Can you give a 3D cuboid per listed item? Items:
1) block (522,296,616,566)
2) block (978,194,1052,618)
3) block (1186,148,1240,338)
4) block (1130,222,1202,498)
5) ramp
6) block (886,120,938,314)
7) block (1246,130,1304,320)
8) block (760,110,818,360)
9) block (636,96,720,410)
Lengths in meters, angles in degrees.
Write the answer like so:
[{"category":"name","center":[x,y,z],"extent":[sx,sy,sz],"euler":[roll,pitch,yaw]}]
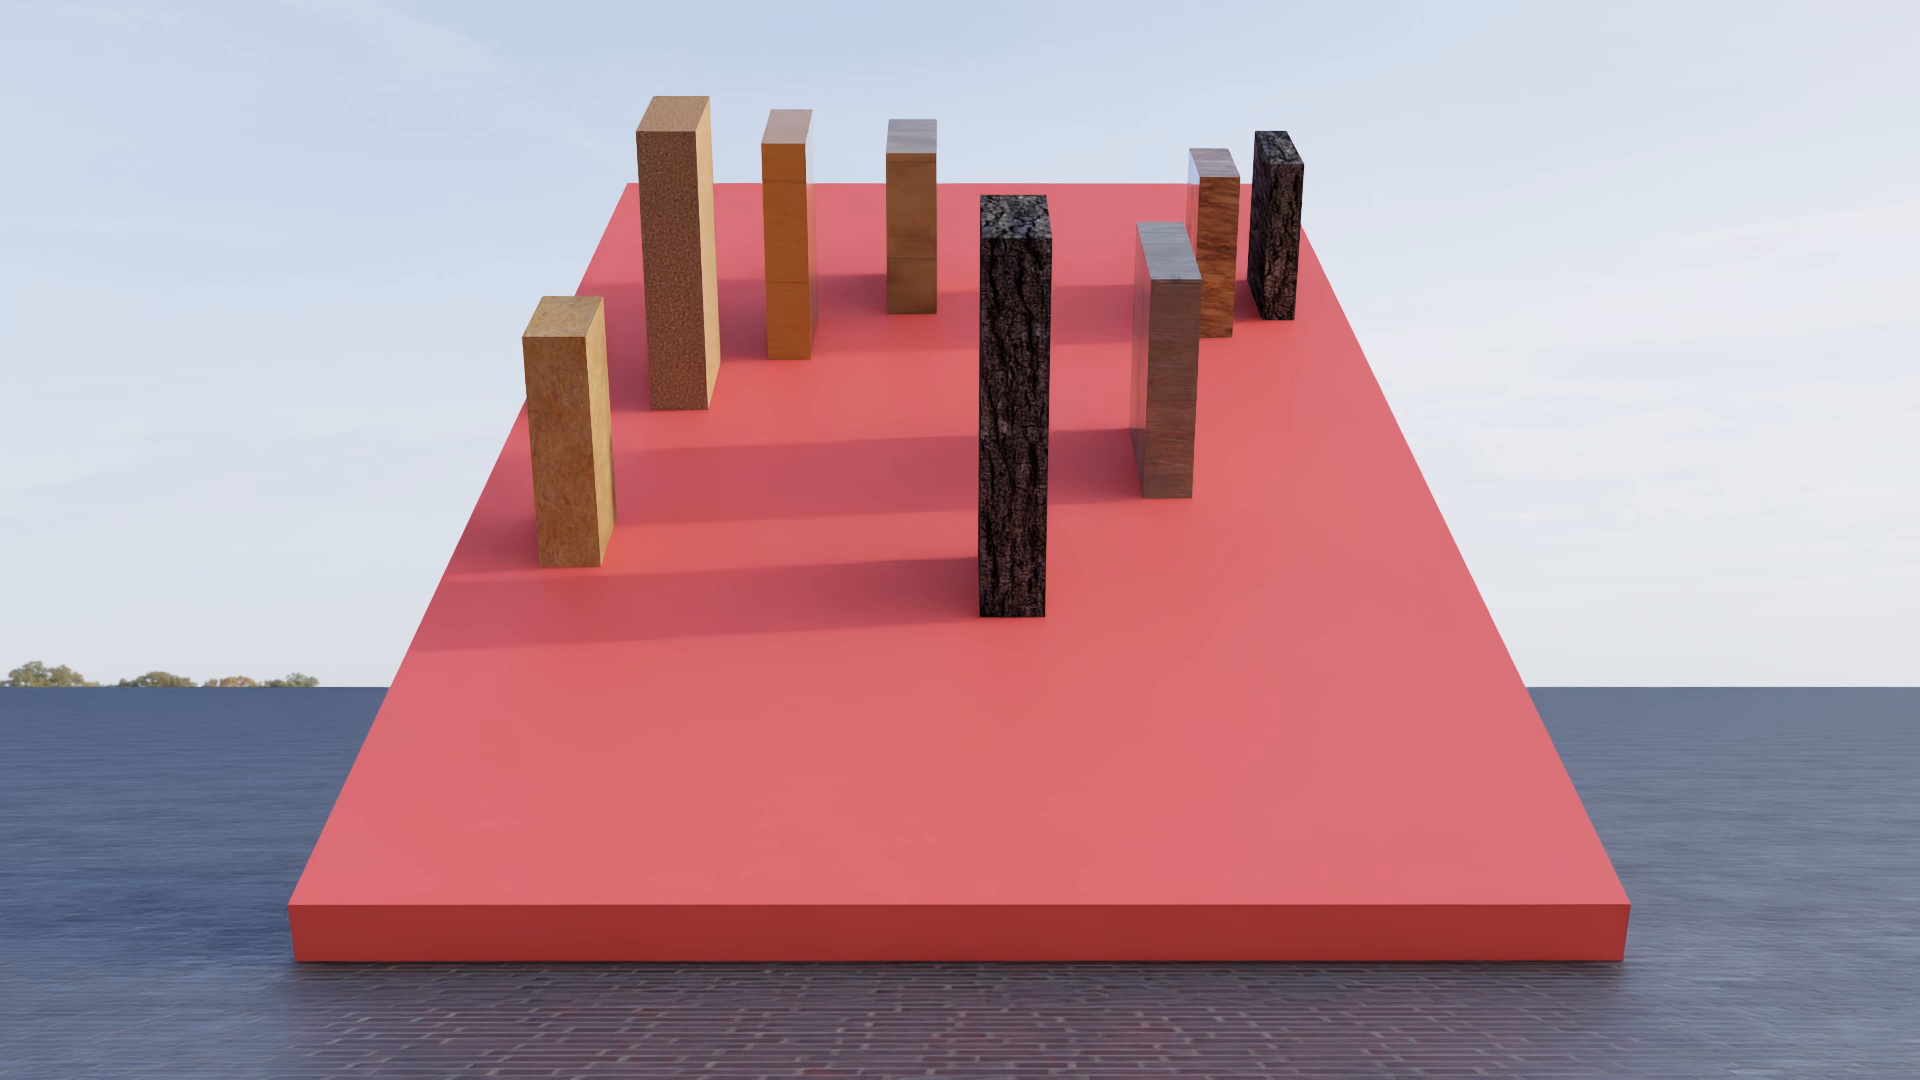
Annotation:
[{"category":"block","center":[-0.763,-0.214,4.574],"extent":[0.119,0.475,0.244],"euler":[0,24,0]},{"category":"block","center":[0.098,-0.247,4.333],"extent":[0.123,0.735,0.277],"euler":[0,24,0]},{"category":"block","center":[0.630,-0.749,5.854],"extent":[0.099,0.411,0.276],"euler":[0,24,0]},{"category":"block","center":[0.434,-0.389,4.965],"extent":[0.103,0.479,0.407],"euler":[0,24,0]},{"category":"ramp","center":[-0.008,-0.228,5.312],"extent":[2.000,0.100,4.000],"euler":[0,24,0]},{"category":"block","center":[-0.123,-0.843,6.048],"extent":[0.127,0.421,0.348],"euler":[0,24,0]},{"category":"block","center":[0.812,-0.815,6.009],"extent":[0.083,0.406,0.338],"euler":[0,24,0]},{"category":"block","center":[-0.415,-0.751,5.702],"extent":[0.104,0.534,0.335],"euler":[0,24,0]},{"category":"block","center":[-0.644,-0.663,5.362],"extent":[0.131,0.650,0.331],"euler":[0,24,0]}]
